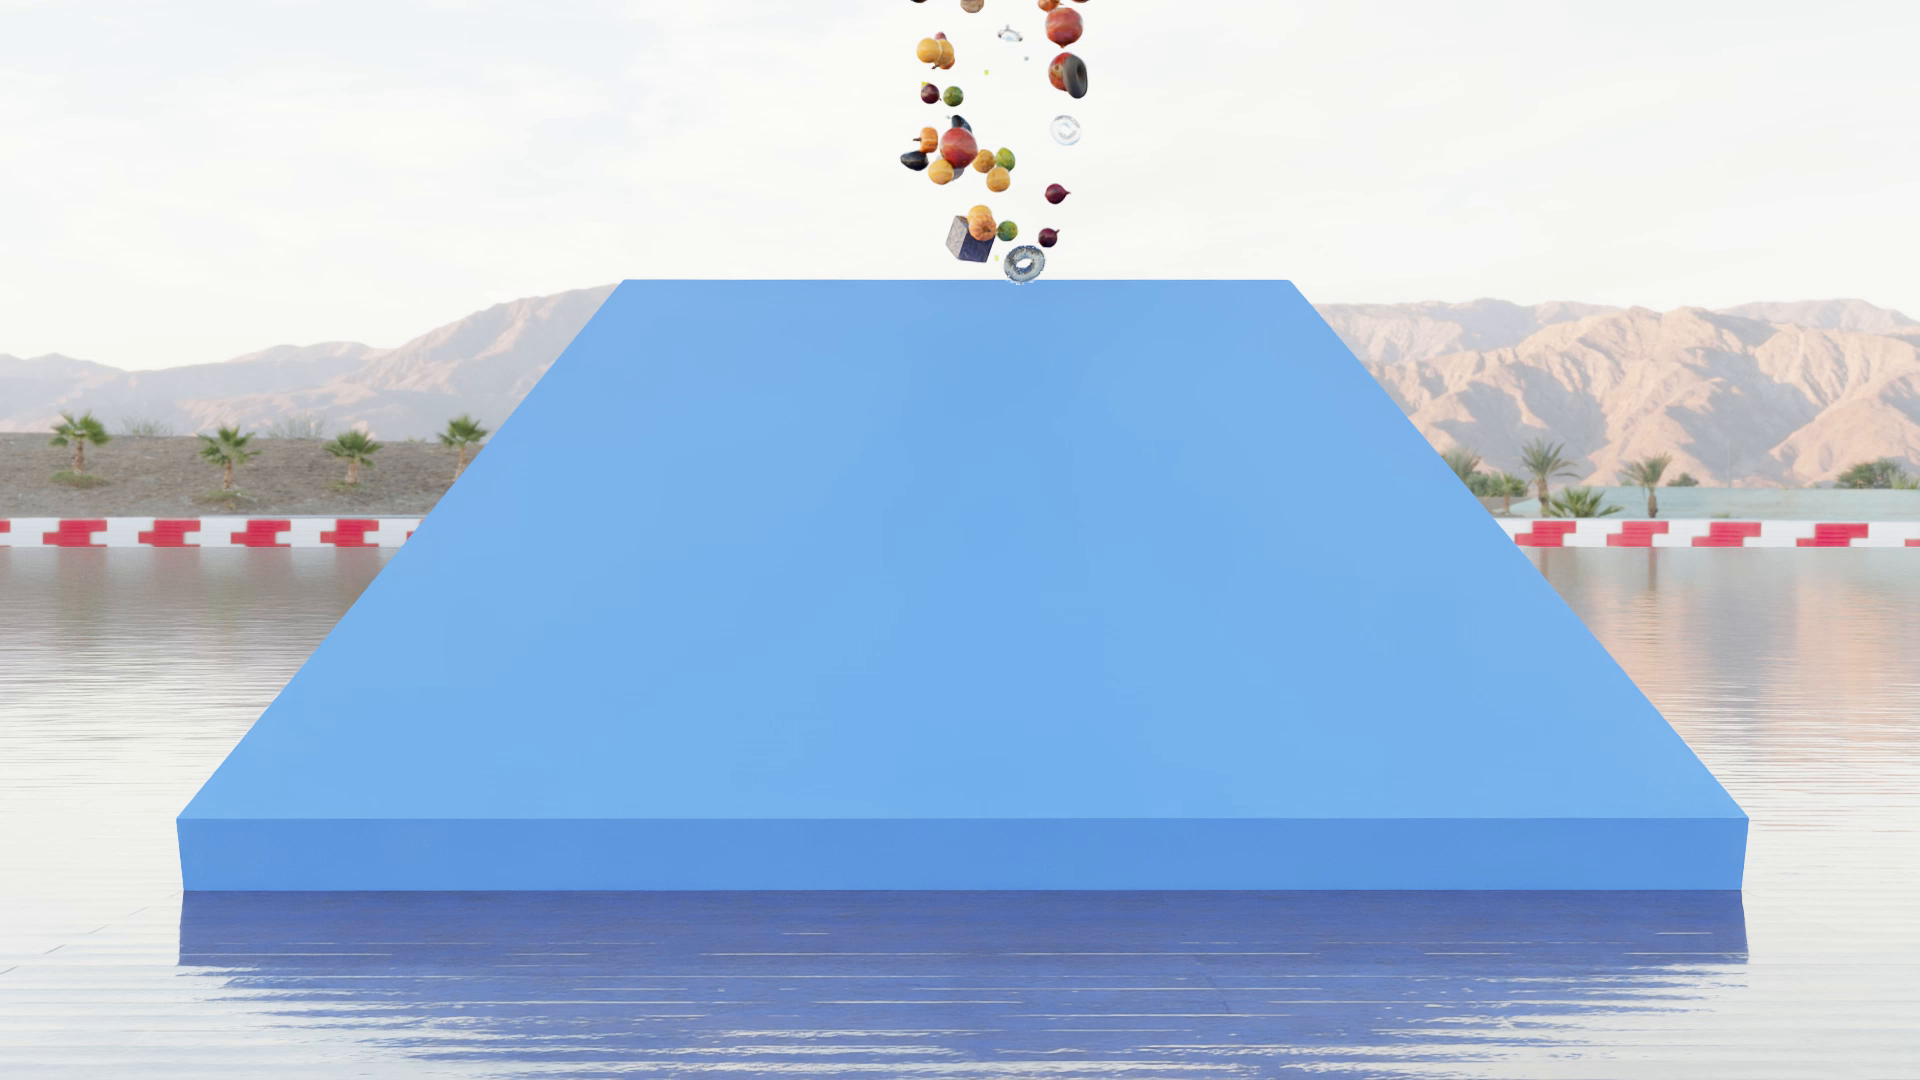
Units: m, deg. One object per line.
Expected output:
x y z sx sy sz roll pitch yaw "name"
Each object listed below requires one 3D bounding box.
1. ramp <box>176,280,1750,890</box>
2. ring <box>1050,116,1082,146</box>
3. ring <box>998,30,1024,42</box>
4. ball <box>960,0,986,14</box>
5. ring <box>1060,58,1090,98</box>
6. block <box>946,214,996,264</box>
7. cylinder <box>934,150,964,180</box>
-0.002 -0.167 4.746 2.000 0.100 4.000 0 17 0 "ramp"
0.309 -1.197 6.468 0.098 0.098 0.033 0 -23 -18 "ring"
0.151 -1.513 6.645 0.083 0.028 0.083 9 6 -1 "ring"
0.035 -1.556 6.390 0.074 0.074 0.074 0 0 0 "ball"
0.324 -1.299 6.221 0.040 0.121 0.121 -18 -10 31 "ring"
0.030 -0.849 6.247 0.094 0.094 0.094 3 33 -29 "block"
-0.030 -1.117 6.596 0.068 0.068 0.068 0 34 -29 "cylinder"
